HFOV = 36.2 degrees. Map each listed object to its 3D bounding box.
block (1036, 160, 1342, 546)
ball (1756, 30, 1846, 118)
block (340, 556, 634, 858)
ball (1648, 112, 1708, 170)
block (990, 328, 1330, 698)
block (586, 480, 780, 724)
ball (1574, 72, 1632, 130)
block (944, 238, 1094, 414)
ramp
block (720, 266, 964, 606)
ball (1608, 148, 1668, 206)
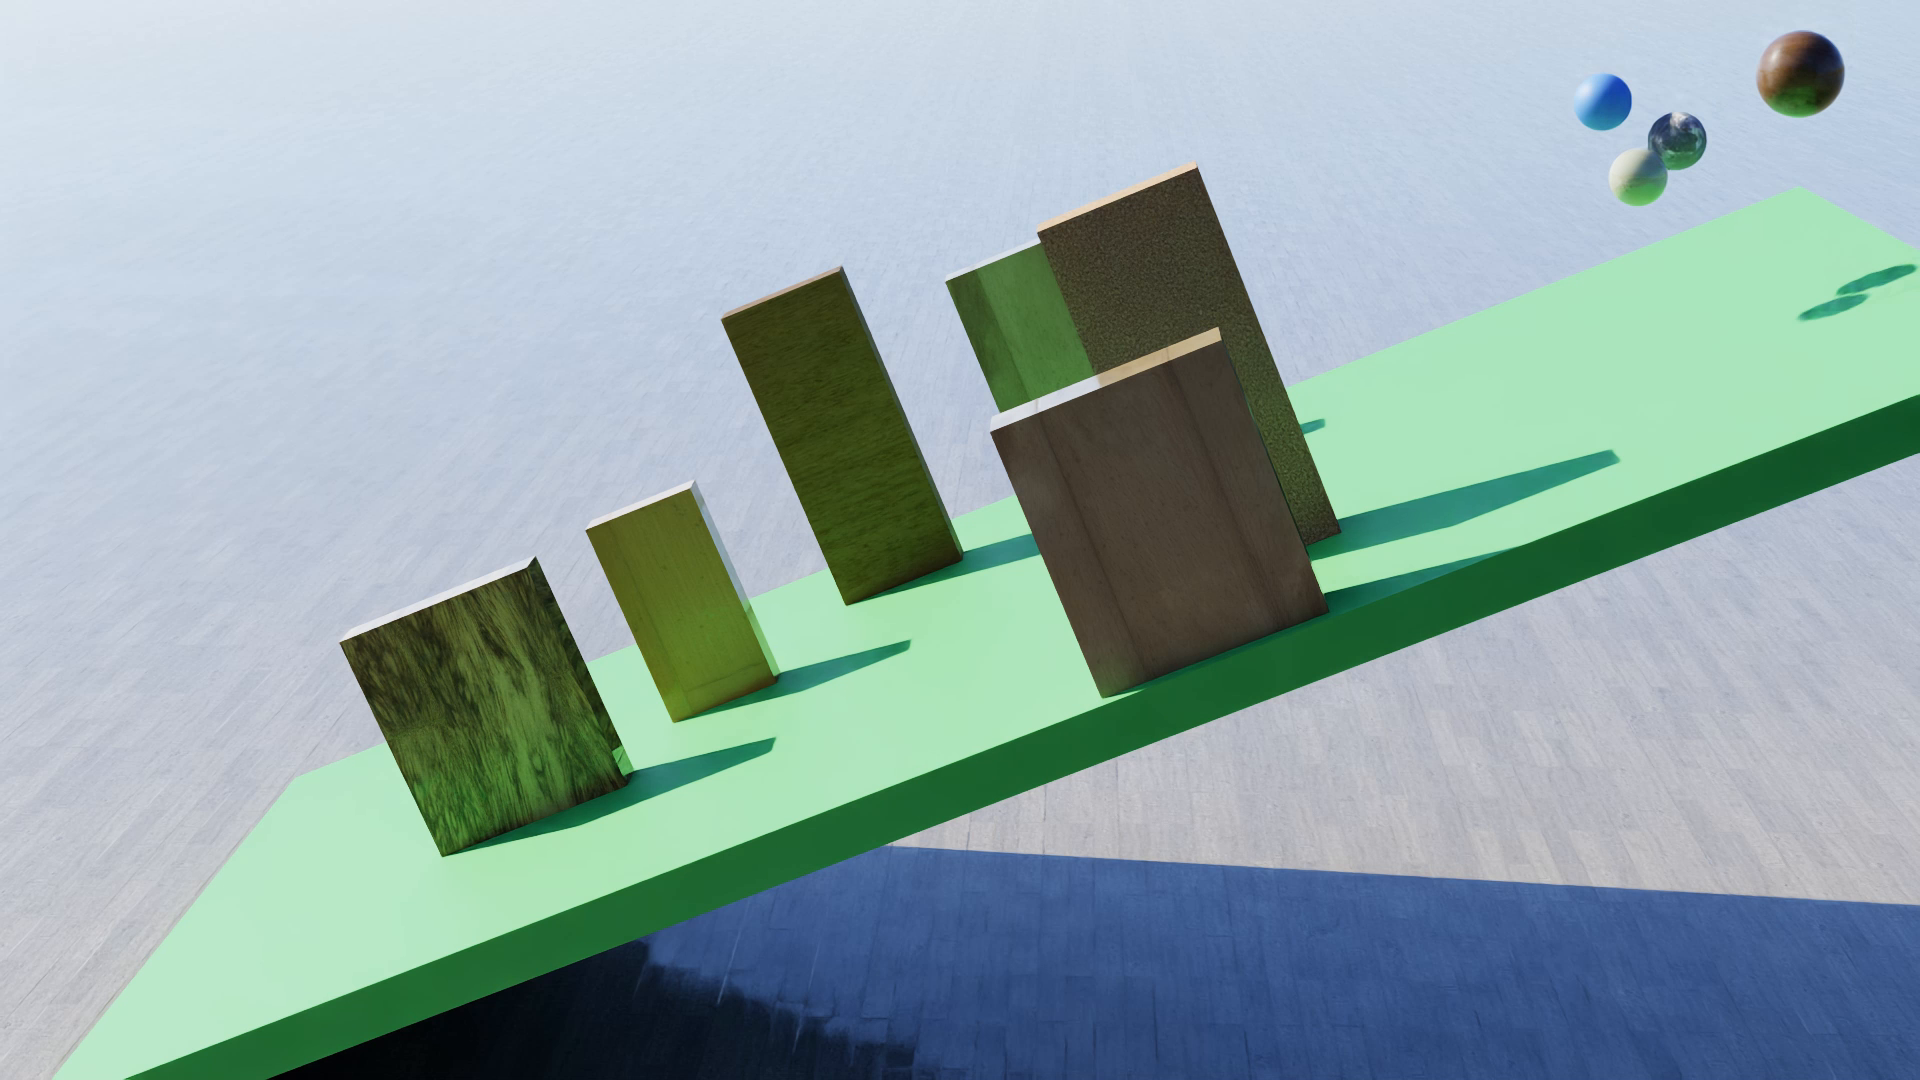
[{"bbox_3d":[0.447,-0.314,5.722,0.328,0.768,0.109,-21,12,8],"label":"block"},{"bbox_3d":[1.679,-0.931,5.878,0.173,0.173,0.173,0,14,0],"label":"ball"},{"bbox_3d":[-0.981,0.348,6.117,0.427,0.504,0.100,-21,12,8],"label":"block"},{"bbox_3d":[1.458,-0.812,5.981,0.118,0.118,0.118,0,14,0],"label":"ball"},{"bbox_3d":[0.360,-0.047,5.299,0.439,0.533,0.132,-21,12,8],"label":"block"},{"bbox_3d":[-0.602,0.135,6.416,0.248,0.471,0.084,-21,12,8],"label":"block"},{"bbox_3d":[1.312,-0.895,6.007,0.117,0.117,0.117,0,14,0],"label":"ball"},{"bbox_3d":[0.210,-0.385,6.853,0.277,0.601,0.093,-21,12,8],"label":"block"},{"bbox_3d":[0.126,0.172,6.288,4.000,0.100,2.000,-21,12,8],"label":"ramp"},{"bbox_3d":[-0.268,-0.238,6.787,0.294,0.729,0.088,-21,12,8],"label":"block"},{"bbox_3d":[1.363,-0.729,5.909,0.117,0.117,0.117,0,14,0],"label":"ball"}]
